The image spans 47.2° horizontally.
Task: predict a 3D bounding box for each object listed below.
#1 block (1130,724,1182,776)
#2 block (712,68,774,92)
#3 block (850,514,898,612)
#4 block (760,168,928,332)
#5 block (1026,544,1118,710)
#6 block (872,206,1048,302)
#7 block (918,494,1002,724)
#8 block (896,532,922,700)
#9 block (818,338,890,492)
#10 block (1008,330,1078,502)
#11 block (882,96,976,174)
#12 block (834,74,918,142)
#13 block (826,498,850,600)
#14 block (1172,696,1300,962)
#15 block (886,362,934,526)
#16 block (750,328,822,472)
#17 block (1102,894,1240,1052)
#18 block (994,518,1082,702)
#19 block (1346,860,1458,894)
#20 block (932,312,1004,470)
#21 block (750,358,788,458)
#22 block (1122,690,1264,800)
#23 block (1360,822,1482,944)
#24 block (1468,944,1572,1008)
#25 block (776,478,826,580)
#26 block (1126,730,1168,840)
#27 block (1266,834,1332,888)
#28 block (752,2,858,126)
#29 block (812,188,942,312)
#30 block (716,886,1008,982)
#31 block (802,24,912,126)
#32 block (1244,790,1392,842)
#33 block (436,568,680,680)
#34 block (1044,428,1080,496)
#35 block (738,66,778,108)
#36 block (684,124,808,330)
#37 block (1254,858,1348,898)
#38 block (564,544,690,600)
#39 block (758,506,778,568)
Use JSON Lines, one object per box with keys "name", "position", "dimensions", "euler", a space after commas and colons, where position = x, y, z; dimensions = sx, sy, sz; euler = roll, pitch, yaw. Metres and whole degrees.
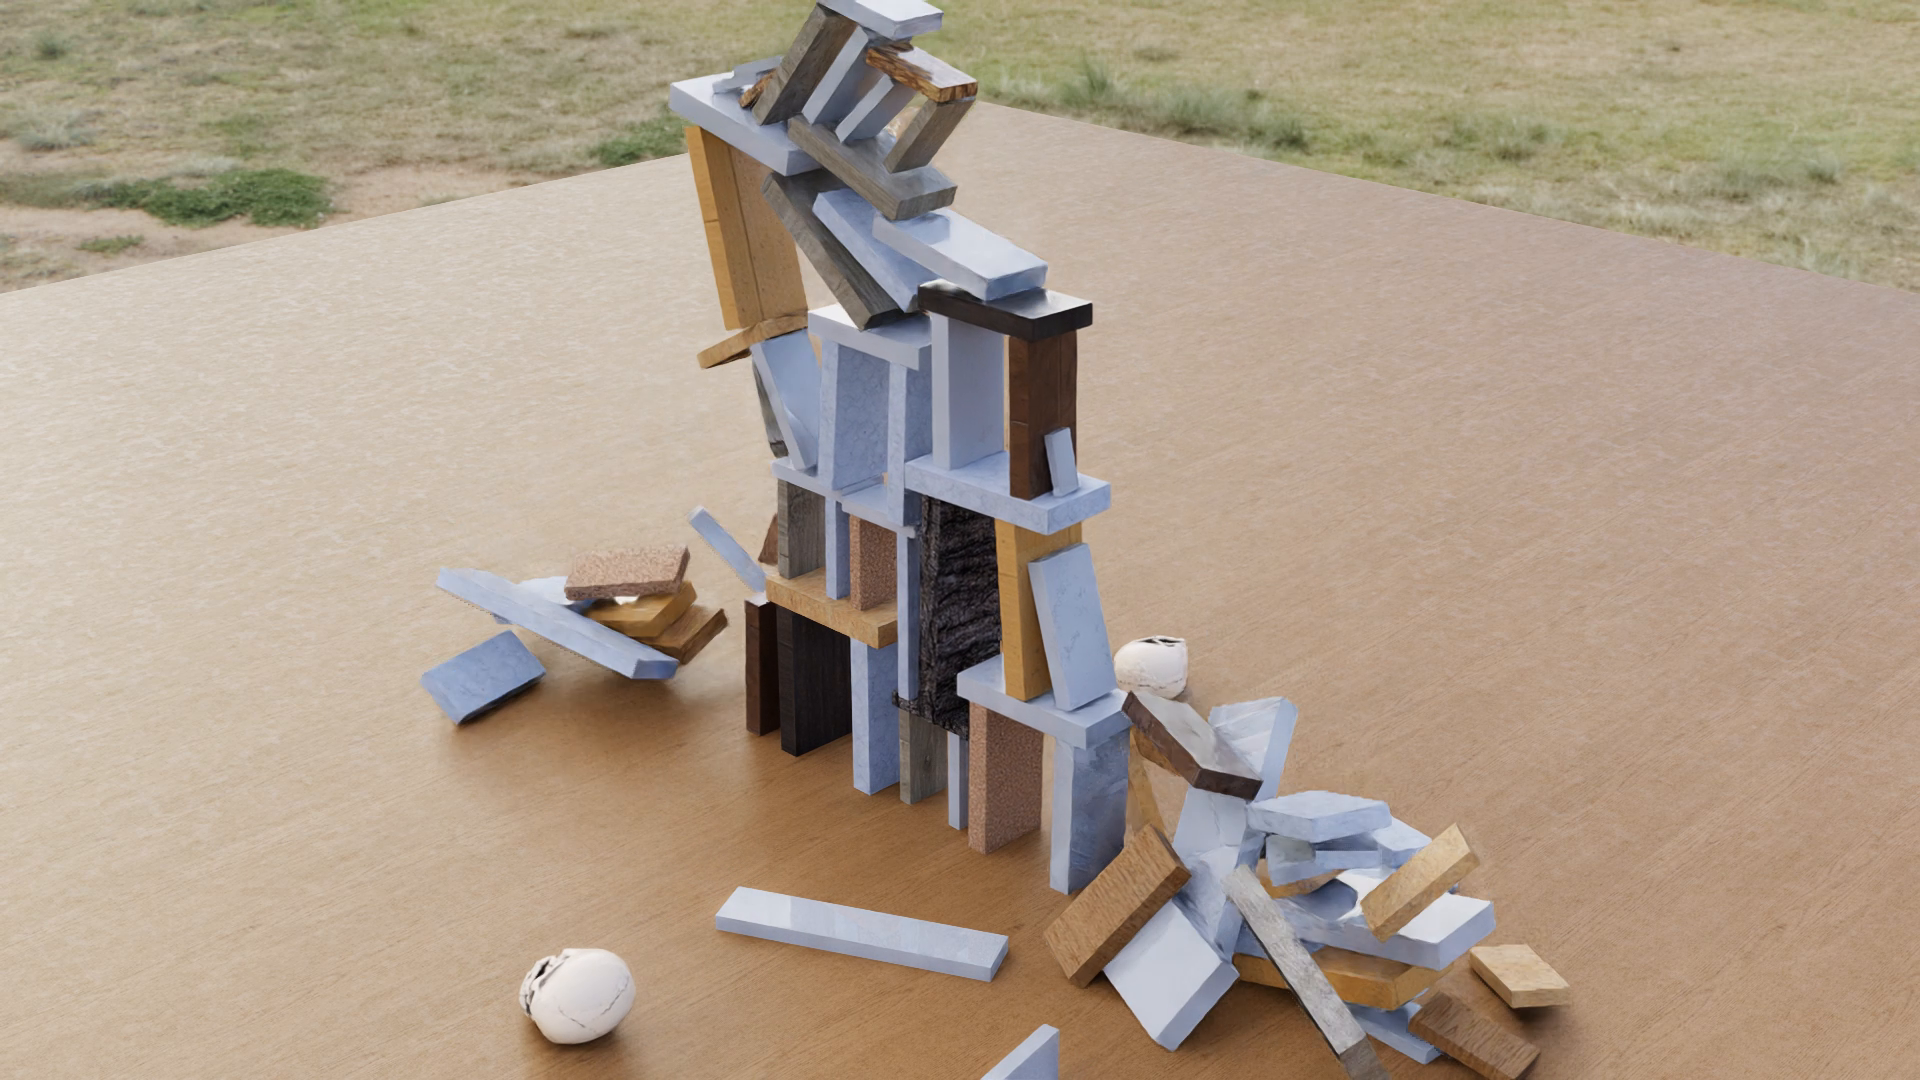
{"name": "block", "position": [0.380, 0.402, 4.294], "dimensions": [0.016, 0.057, 0.197], "euler": [21, 3, -32]}
{"name": "block", "position": [-0.413, -0.897, 4.282], "dimensions": [0.071, 0.020, 0.141], "euler": [-22, 16, -41]}
{"name": "block", "position": [-0.173, 0.030, 4.420], "dimensions": [0.103, 0.206, 0.029], "euler": [-21, 31, -40]}
{"name": "block", "position": [-0.212, -0.569, 4.212], "dimensions": [0.178, 0.050, 0.356], "euler": [-21, 69, -41]}
{"name": "block", "position": [0.209, 0.160, 4.075], "dimensions": [0.130, 0.283, 0.037], "euler": [-21, 14, -40]}
{"name": "block", "position": [-0.001, -0.530, 4.021], "dimensions": [0.153, 0.043, 0.305], "euler": [-20, 42, -39]}
{"name": "block", "position": [0.003, 0.108, 4.268], "dimensions": [0.176, 0.480, 0.050], "euler": [-21, 33, -40]}
{"name": "block", "position": [-0.076, 0.139, 4.358], "dimensions": [0.029, 0.356, 0.103], "euler": [21, 31, 40]}
{"name": "block", "position": [-0.204, -0.263, 4.336], "dimensions": [0.044, 0.310, 0.155], "euler": [26, 34, 37]}
{"name": "block", "position": [0.149, -0.236, 3.945], "dimensions": [0.042, 0.299, 0.149], "euler": [15, 27, 35]}
{"name": "block", "position": [-0.058, -0.742, 3.993], "dimensions": [0.095, 0.191, 0.027], "euler": [-22, 73, -41]}
{"name": "block", "position": [-0.143, -0.802, 4.049], "dimensions": [0.095, 0.027, 0.191], "euler": [-22, -10, -41]}
{"name": "block", "position": [-0.222, 0.003, 4.469], "dimensions": [0.031, 0.219, 0.109], "euler": [23, 32, 40]}
{"name": "block", "position": [0.471, 0.528, 3.977], "dimensions": [0.177, 0.050, 0.513], "euler": [-15, 47, 49]}
{"name": "block", "position": [-0.068, -0.202, 4.213], "dimensions": [0.044, 0.324, 0.155], "euler": [23, 32, 38]}
{"name": "block", "position": [-0.323, -0.284, 4.463], "dimensions": [0.124, 0.268, 0.035], "euler": [-22, 2, -41]}
{"name": "block", "position": [0.340, 0.721, 3.852], "dimensions": [0.050, 0.177, 0.354], "euler": [37, 5, -29]}
{"name": "block", "position": [0.155, 0.105, 4.109], "dimensions": [0.176, 0.353, 0.050], "euler": [-21, 26, -40]}
{"name": "block", "position": [0.793, 0.644, 4.200], "dimensions": [0.288, 0.033, 0.116], "euler": [12, 26, 25]}
{"name": "block", "position": [0.016, -0.293, 4.086], "dimensions": [0.042, 0.299, 0.149], "euler": [20, 30, 40]}
{"name": "block", "position": [-0.387, -0.258, 4.629], "dimensions": [0.035, 0.124, 0.248], "euler": [-18, 51, 3]}
{"name": "block", "position": [0.419, 0.370, 3.989], "dimensions": [0.140, 0.040, 0.281], "euler": [15, 18, -31]}
{"name": "block", "position": [0.760, 0.567, 3.639], "dimensions": [0.211, 0.030, 0.105], "euler": [-42, 15, 12]}
{"name": "block", "position": [0.981, 0.764, 3.861], "dimensions": [0.106, 0.030, 0.212], "euler": [-3, 10, -6]}
{"name": "block", "position": [-0.326, -0.037, 4.562], "dimensions": [0.031, 0.219, 0.109], "euler": [22, 32, 40]}
{"name": "block", "position": [0.345, 0.499, 4.269], "dimensions": [0.033, 0.116, 0.232], "euler": [-12, 61, -11]}
{"name": "block", "position": [0.592, 0.550, 3.854], "dimensions": [0.105, 0.030, 0.211], "euler": [-16, 6, 9]}
{"name": "block", "position": [-0.278, -0.901, 4.139], "dimensions": [0.122, 0.304, 0.035], "euler": [-23, 73, -41]}
{"name": "block", "position": [-0.128, -0.554, 4.145], "dimensions": [0.153, 0.043, 0.305], "euler": [-18, 56, -40]}
{"name": "block", "position": [-0.182, 0.719, 4.027], "dimensions": [0.533, 0.030, 0.106], "euler": [7, 24, 17]}
{"name": "block", "position": [-0.187, -0.867, 4.063], "dimensions": [0.122, 0.245, 0.035], "euler": [-22, 74, -41]}
{"name": "block", "position": [0.608, 0.470, 3.759], "dimensions": [0.140, 0.040, 0.281], "euler": [-10, 1, -16]}
{"name": "block", "position": [-0.904, 0.184, 4.918], "dimensions": [0.590, 0.043, 0.153], "euler": [22, 7, 28]}
{"name": "block", "position": [0.183, -0.141, 3.957], "dimensions": [0.016, 0.113, 0.057], "euler": [2, 19, 39]}
{"name": "block", "position": [-0.362, -0.875, 4.234], "dimensions": [0.071, 0.020, 0.141], "euler": [-22, -2, -41]}
{"name": "block", "position": [-0.427, -0.642, 4.416], "dimensions": [0.178, 0.407, 0.050], "euler": [-22, 17, -40]}
{"name": "block", "position": [0.566, 0.601, 3.928], "dimensions": [0.130, 0.037, 0.259], "euler": [-22, 1, -39]}
{"name": "block", "position": [-0.760, 0.074, 5.024], "dimensions": [0.264, 0.037, 0.132], "euler": [-4, 36, 11]}
{"name": "block", "position": [-0.377, -0.099, 4.961], "dimensions": [0.043, 0.153, 0.307], "euler": [21, 44, -3]}
